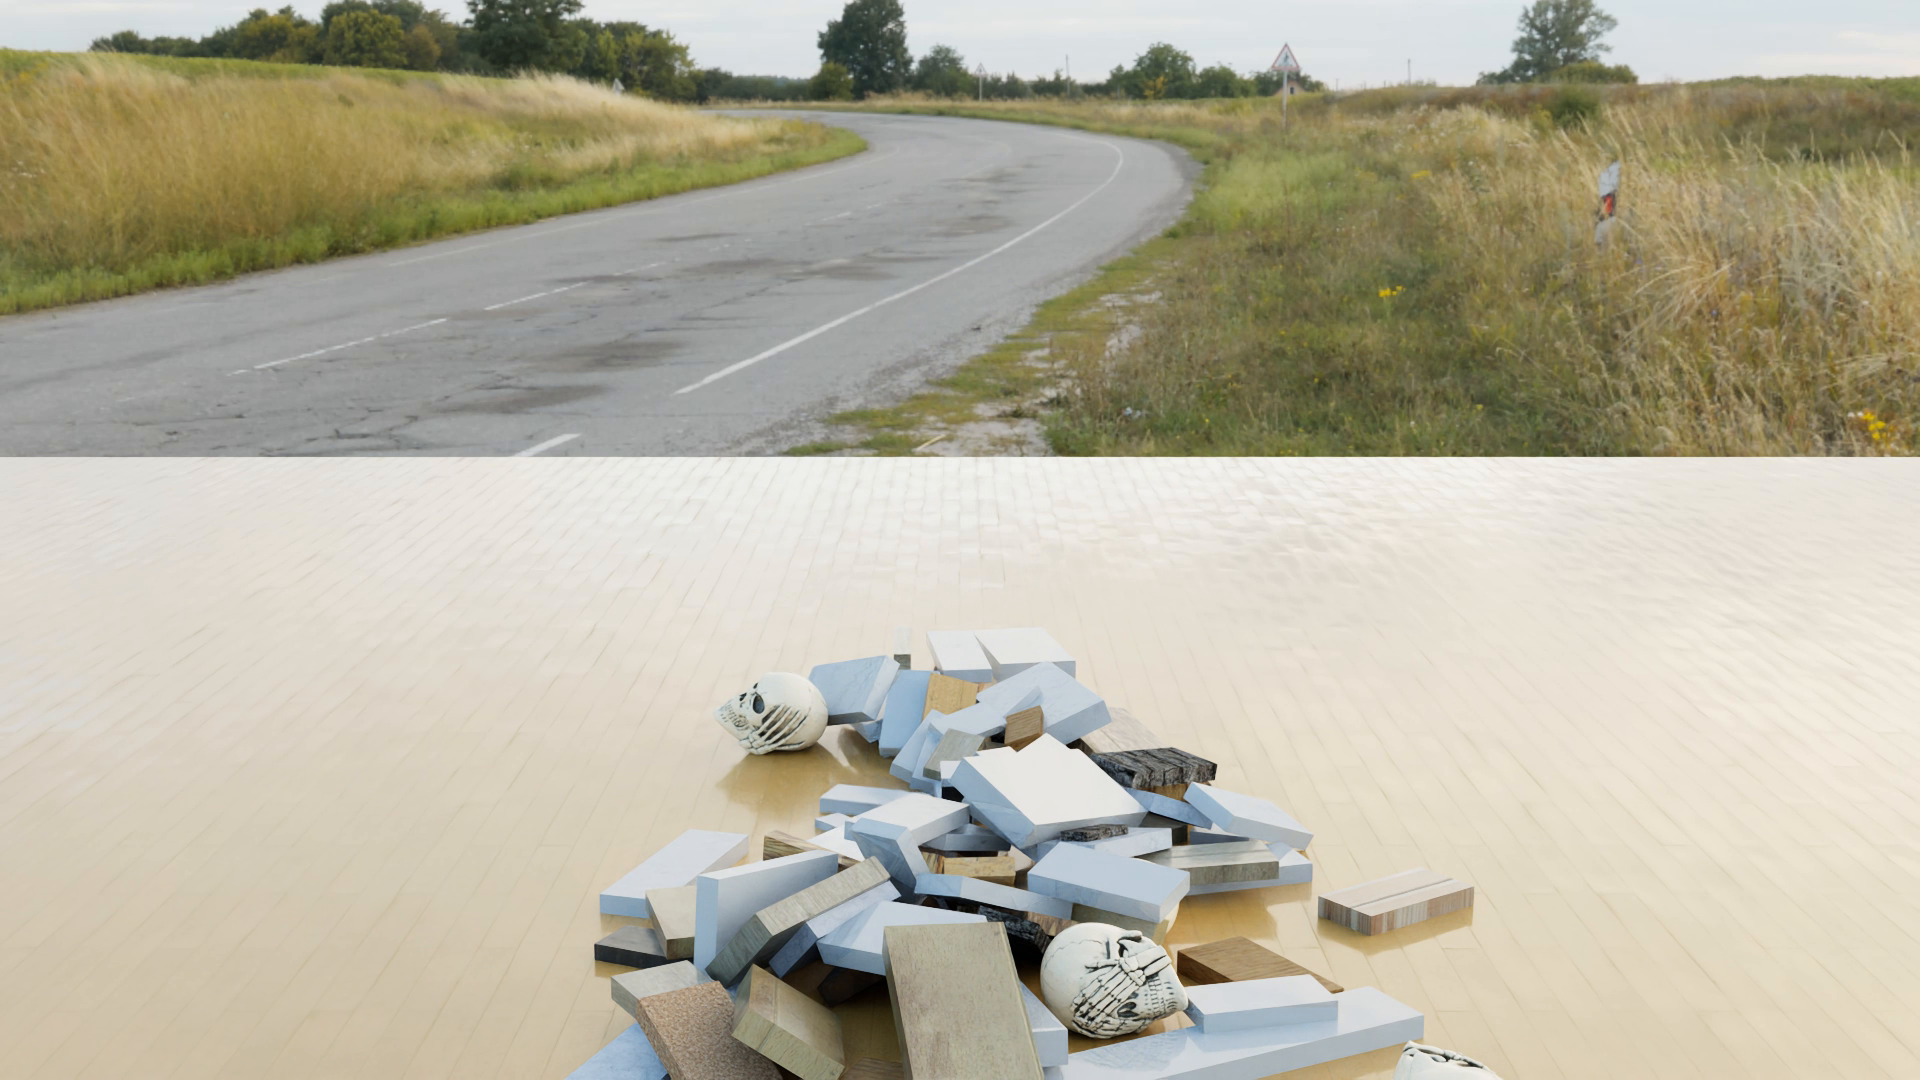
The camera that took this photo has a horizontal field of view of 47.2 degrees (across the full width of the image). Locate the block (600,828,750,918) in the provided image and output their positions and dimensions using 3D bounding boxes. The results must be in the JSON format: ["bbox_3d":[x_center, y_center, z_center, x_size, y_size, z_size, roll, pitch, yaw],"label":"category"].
[{"bbox_3d":[-0.479,0.563,3.726,0.114,0.032,0.355,3,11,17],"label":"block"}]

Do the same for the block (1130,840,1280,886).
[{"bbox_3d":[0.343,0.543,3.655,0.355,0.031,0.110,-3,11,-8],"label":"block"}]

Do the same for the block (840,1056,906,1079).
[{"bbox_3d":[-0.113,0.740,2.735,0.164,0.046,0.328,4,11,21],"label":"block"}]

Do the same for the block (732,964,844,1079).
[{"bbox_3d":[-0.228,0.646,2.926,0.144,0.041,0.287,32,-2,-4],"label":"block"}]

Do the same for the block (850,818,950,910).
[{"bbox_3d":[-0.087,0.529,3.432,0.105,0.210,0.030,5,39,44],"label":"block"}]

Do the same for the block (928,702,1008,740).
[{"bbox_3d":[0.015,0.364,4.301,0.143,0.020,0.072,-18,46,-39],"label":"block"}]

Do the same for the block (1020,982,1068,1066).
[{"bbox_3d":[0.030,0.662,3.021,0.164,0.046,0.328,-2,2,-11],"label":"block"}]

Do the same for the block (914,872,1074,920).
[{"bbox_3d":[0.052,0.543,3.339,0.220,0.031,0.110,19,-16,-36],"label":"block"}]

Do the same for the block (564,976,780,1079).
[{"bbox_3d":[-0.395,0.691,3.035,0.119,0.034,0.447,4,11,19],"label":"block"}]

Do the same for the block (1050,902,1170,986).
[{"bbox_3d":[0.219,0.599,3.340,0.199,0.099,0.028,10,-10,44],"label":"block"}]

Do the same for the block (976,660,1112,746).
[{"bbox_3d":[0.164,0.343,4.486,0.178,0.050,0.355,-25,16,-11],"label":"block"}]

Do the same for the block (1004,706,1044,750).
[{"bbox_3d":[0.126,0.370,4.313,0.072,0.020,0.143,-20,16,9],"label":"block"}]

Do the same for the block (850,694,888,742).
[{"bbox_3d":[-0.165,0.356,4.619,0.134,0.038,0.267,-21,12,-12],"label":"block"}]

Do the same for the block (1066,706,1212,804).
[{"bbox_3d":[0.319,0.422,4.352,0.178,0.050,0.540,5,10,-14],"label":"block"}]

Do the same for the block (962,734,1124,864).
[{"bbox_3d":[0.149,0.450,3.851,0.177,0.050,0.389,34,18,13],"label":"block"}]

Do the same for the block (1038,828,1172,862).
[{"bbox_3d":[0.241,0.505,3.640,0.114,0.032,0.228,-4,-2,38],"label":"block"}]

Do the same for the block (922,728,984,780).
[{"bbox_3d":[-0.011,0.410,4.161,0.074,0.021,0.148,13,29,14],"label":"block"}]

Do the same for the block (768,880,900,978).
[{"bbox_3d":[-0.185,0.580,3.280,0.030,0.105,0.210,50,32,15],"label":"block"}]

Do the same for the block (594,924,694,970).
[{"bbox_3d":[-0.459,0.631,3.376,0.184,0.026,0.092,5,12,25],"label":"block"}]

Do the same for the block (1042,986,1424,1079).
[{"bbox_3d":[0.350,0.699,2.991,0.616,0.034,0.121,-6,12,-28],"label":"block"}]

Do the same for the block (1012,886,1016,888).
[{"bbox_3d":[0.097,0.588,3.542,0.015,0.054,0.109,-44,11,4],"label":"block"}]

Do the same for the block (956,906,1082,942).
[{"bbox_3d":[0.088,0.588,3.377,0.099,0.028,0.199,17,-15,-30],"label":"block"}]

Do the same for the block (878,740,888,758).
[{"bbox_3d":[-0.117,0.388,4.573,0.115,0.033,0.230,-19,12,-2],"label":"block"}]

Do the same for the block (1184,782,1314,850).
[{"bbox_3d":[0.506,0.484,3.850,0.230,0.033,0.115,18,13,-43],"label":"block"}]

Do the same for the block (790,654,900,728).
[{"bbox_3d":[-0.243,0.318,4.589,0.038,0.134,0.277,36,-27,-27],"label":"block"}]

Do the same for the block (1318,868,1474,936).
[{"bbox_3d":[0.712,0.588,3.587,0.240,0.033,0.117,-8,13,-35],"label":"block"}]

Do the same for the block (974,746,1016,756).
[{"bbox_3d":[0.134,0.459,3.939,0.235,0.033,0.117,39,20,26],"label":"block"}]

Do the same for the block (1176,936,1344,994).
[{"bbox_3d":[0.441,0.650,3.251,0.121,0.034,0.242,-6,12,-30],"label":"block"}]

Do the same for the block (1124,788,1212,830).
[{"bbox_3d":[0.366,0.479,3.937,0.115,0.033,0.229,18,-6,-10],"label":"block"}]

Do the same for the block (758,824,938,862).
[{"bbox_3d":[-0.188,0.545,3.699,0.177,0.050,0.354,5,7,25],"label":"block"}]

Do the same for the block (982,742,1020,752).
[{"bbox_3d":[0.111,0.442,4.320,0.107,0.030,0.214,8,8,-8],"label":"block"}]

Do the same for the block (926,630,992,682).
[{"bbox_3d":[-0.004,0.263,4.989,0.107,0.030,0.383,-1,11,-6],"label":"block"}]

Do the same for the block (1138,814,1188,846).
[{"bbox_3d":[0.296,0.517,3.980,0.106,0.030,0.212,-10,14,-43],"label":"block"}]

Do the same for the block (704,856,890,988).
[{"bbox_3d":[-0.237,0.564,3.249,0.041,0.144,0.287,50,32,15],"label":"block"}]

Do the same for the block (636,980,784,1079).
[{"bbox_3d":[-0.323,0.677,2.881,0.119,0.034,0.238,-7,33,-31],"label":"block"}]

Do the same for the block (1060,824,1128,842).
[{"bbox_3d":[0.222,0.482,3.622,0.054,0.015,0.109,-5,-2,42],"label":"block"}]
